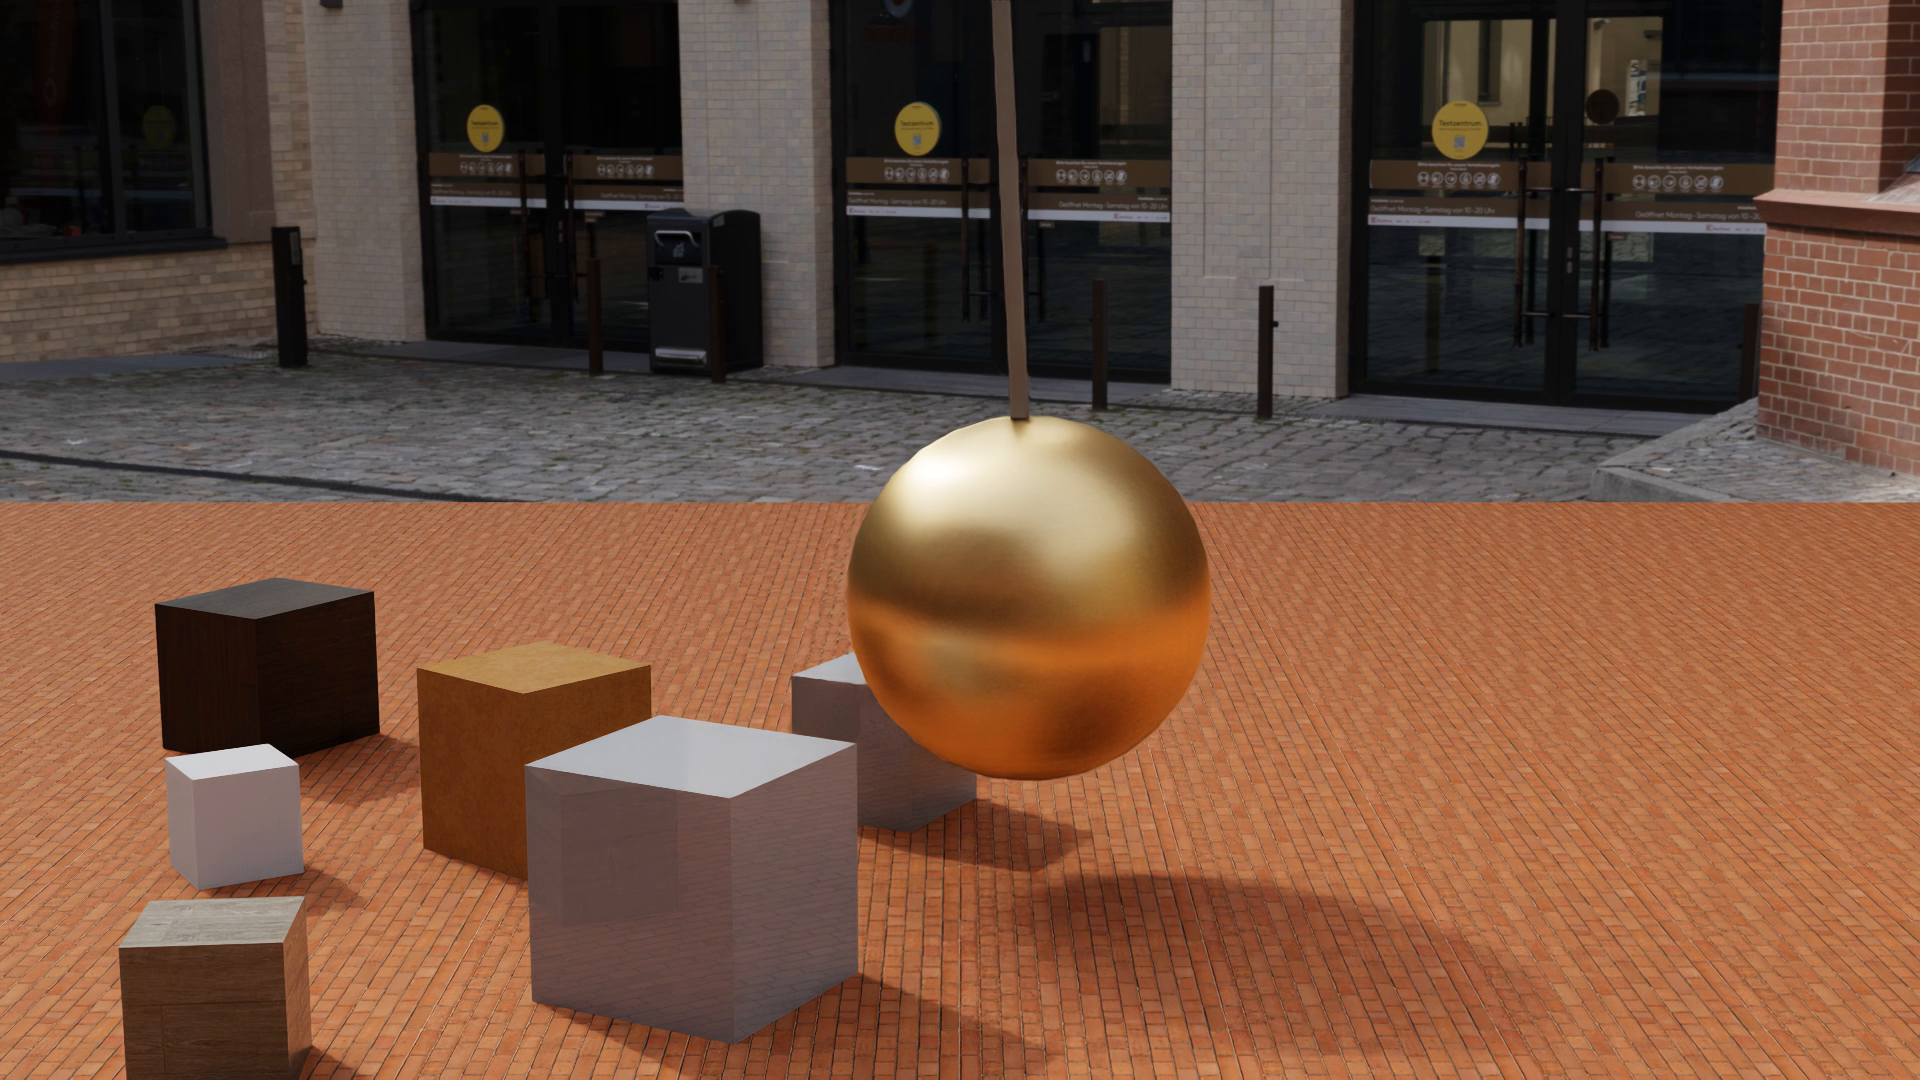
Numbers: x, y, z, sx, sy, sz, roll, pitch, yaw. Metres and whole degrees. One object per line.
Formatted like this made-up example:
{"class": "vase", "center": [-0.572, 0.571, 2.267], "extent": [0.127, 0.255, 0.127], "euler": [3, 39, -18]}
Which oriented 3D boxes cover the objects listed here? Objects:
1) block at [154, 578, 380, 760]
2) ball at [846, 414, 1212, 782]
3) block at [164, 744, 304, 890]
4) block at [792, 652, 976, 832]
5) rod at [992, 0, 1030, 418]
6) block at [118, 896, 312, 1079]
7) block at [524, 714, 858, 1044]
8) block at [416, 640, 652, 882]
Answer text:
{"class": "block", "center": [-3.666, 0.686, 13.614], "extent": [0.738, 0.779, 0.844], "euler": [6, 12, 31]}
{"class": "ball", "center": [0.298, 0.253, 11.226], "extent": [1.600, 1.600, 1.600], "euler": [0, 10, 0]}
{"class": "block", "center": [-3.233, 1.227, 11.429], "extent": [0.470, 0.497, 0.427], "euler": [-7, 12, -32]}
{"class": "block", "center": [-0.360, 0.955, 12.402], "extent": [0.646, 0.684, 0.667], "euler": [5, 12, 28]}
{"class": "rod", "center": [0.129, -3.088, 10.619], "extent": [0.080, 5.200, 0.080], "euler": [-3, 10, 1]}
{"class": "block", "center": [-2.620, 1.620, 9.068], "extent": [0.549, 0.569, 0.507], "euler": [-1, 10, -6]}
{"class": "block", "center": [-1.022, 1.280, 9.913], "extent": [0.932, 0.935, 0.879], "euler": [6, 12, 28]}
{"class": "block", "center": [-1.936, 0.992, 11.730], "extent": [0.757, 0.852, 0.737], "euler": [9, 14, 41]}
